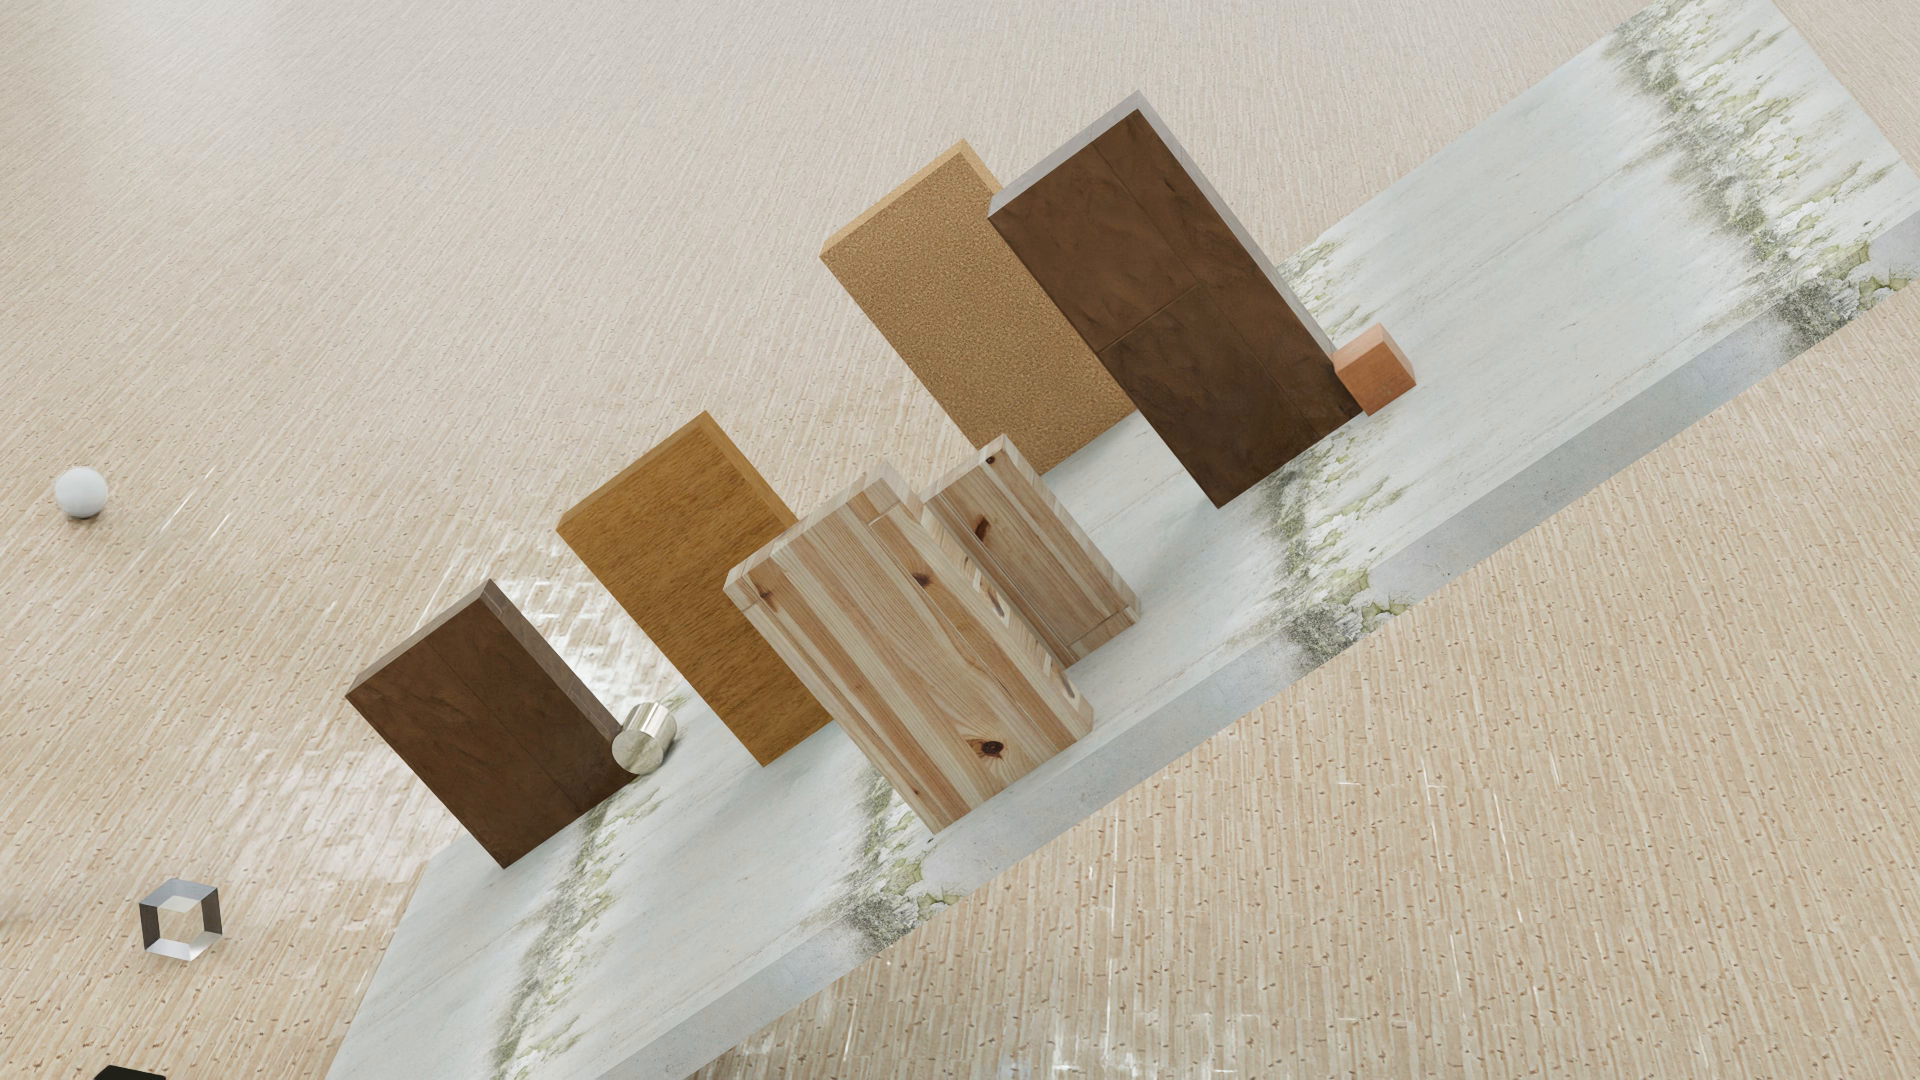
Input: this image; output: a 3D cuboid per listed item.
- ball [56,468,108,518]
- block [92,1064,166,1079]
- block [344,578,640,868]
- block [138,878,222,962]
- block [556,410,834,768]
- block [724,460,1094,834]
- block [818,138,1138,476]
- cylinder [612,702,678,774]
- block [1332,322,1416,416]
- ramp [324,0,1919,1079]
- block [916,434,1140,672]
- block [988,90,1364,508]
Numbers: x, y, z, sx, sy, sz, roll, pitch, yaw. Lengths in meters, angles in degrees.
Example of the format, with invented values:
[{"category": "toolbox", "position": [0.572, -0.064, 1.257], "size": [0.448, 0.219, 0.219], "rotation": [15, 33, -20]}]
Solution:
[{"category": "ball", "position": [-3.039, -0.164, 10.177], "size": [0.174, 0.174, 0.174], "rotation": [0, 23, 0]}, {"category": "block", "position": [-1.914, 1.315, 6.717], "size": [0.151, 0.151, 0.151], "rotation": [7, 24, 17]}, {"category": "block", "position": [-1.129, 0.452, 7.172], "size": [0.443, 0.588, 0.117], "rotation": [-35, 16, 17]}, {"category": "block", "position": [-1.997, 0.972, 7.540], "size": [0.140, 0.140, 0.140], "rotation": [9, 24, 20]}, {"category": "block", "position": [-0.491, 0.113, 6.421], "size": [0.408, 0.710, 0.092], "rotation": [-35, 16, 17]}, {"category": "block", "position": [-0.090, 0.203, 5.412], "size": [0.372, 0.623, 0.089], "rotation": [-35, 16, 17]}, {"category": "block", "position": [0.067, -0.513, 6.833], "size": [0.412, 0.732, 0.122], "rotation": [-35, 16, 17]}, {"category": "cylinder", "position": [-0.763, 0.480, 7.117], "size": [0.127, 0.127, 0.127], "rotation": [4, 29, 10]}, {"category": "block", "position": [0.815, -0.336, 5.781], "size": [0.113, 0.113, 0.113], "rotation": [-35, 16, 17]}, {"category": "ramp", "position": [0.126, 0.181, 6.328], "size": [4.000, 0.100, 2.000], "rotation": [-35, 16, 17]}, {"category": "block", "position": [0.114, 0.046, 5.720], "size": [0.264, 0.441, 0.086], "rotation": [-35, 16, 17]}, {"category": "block", "position": [0.433, -0.470, 5.824], "size": [0.364, 0.759, 0.146], "rotation": [-35, 16, 17]}]
